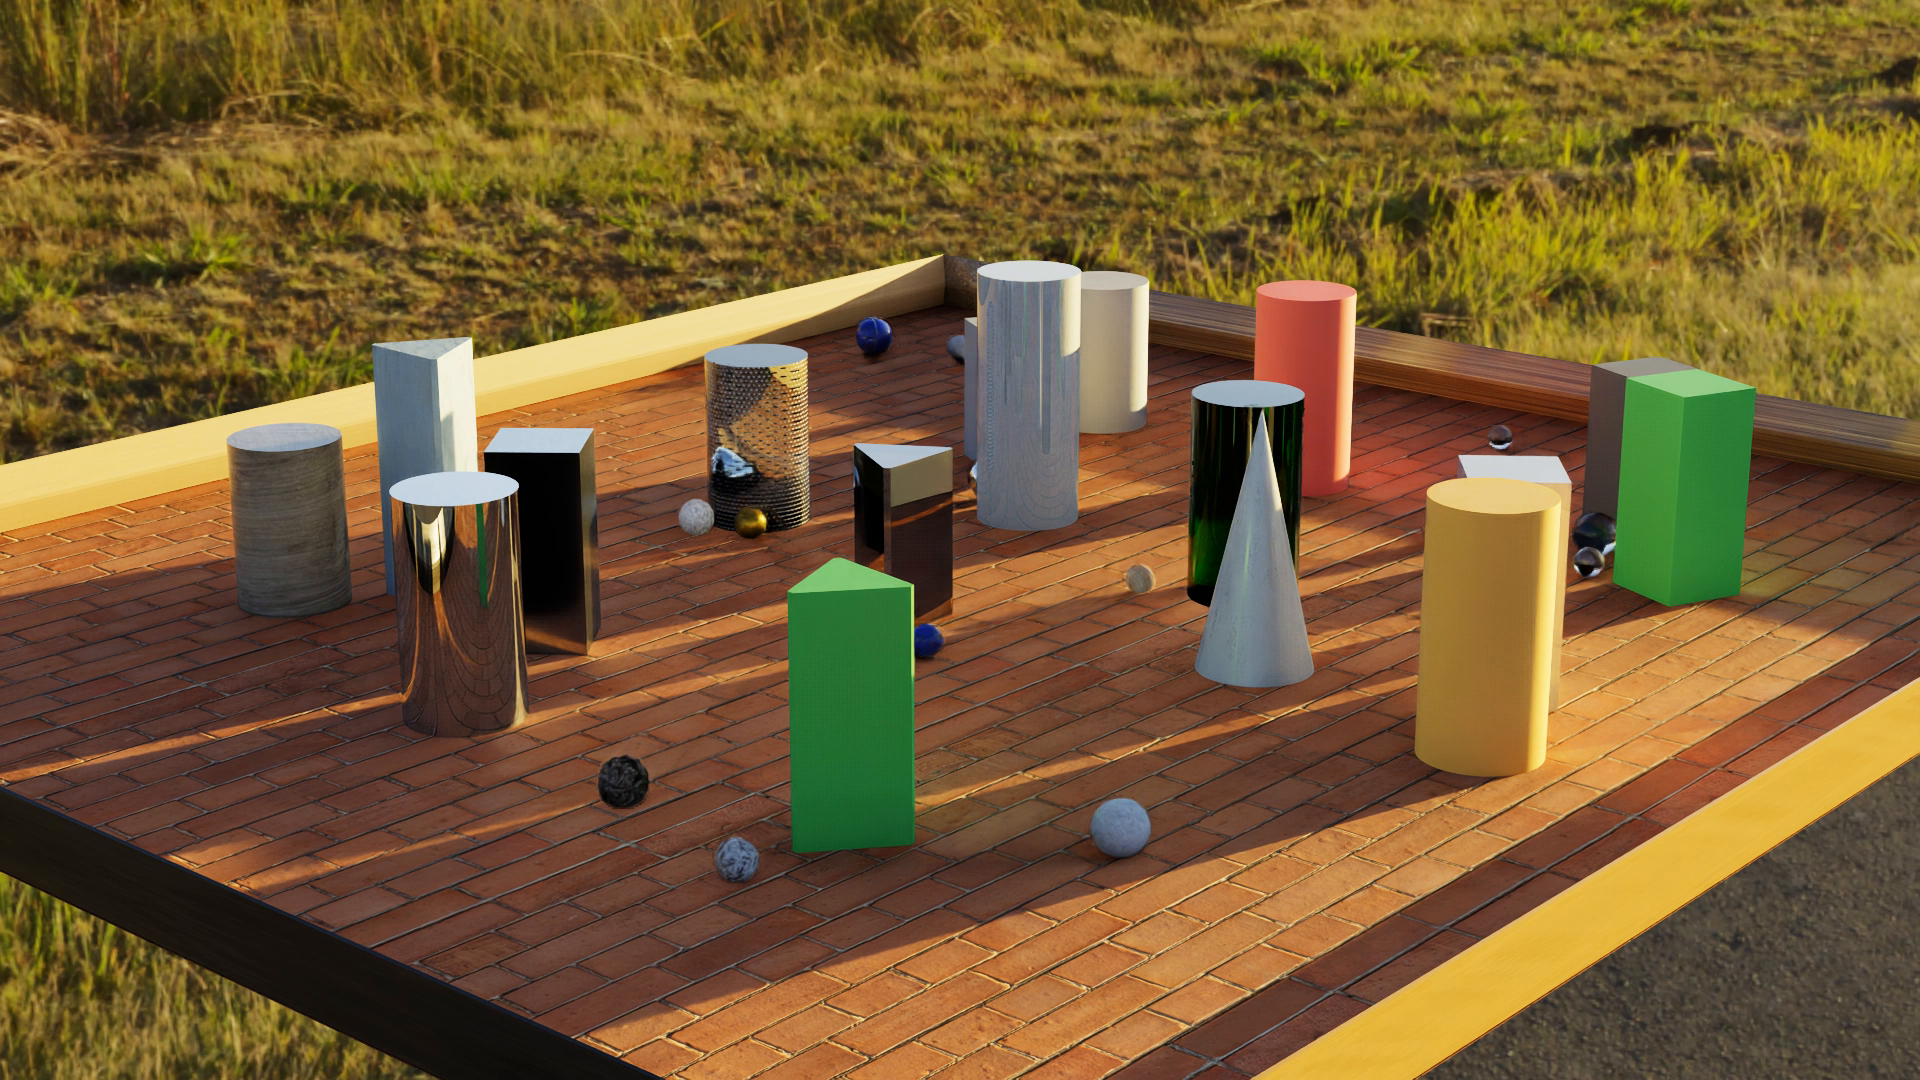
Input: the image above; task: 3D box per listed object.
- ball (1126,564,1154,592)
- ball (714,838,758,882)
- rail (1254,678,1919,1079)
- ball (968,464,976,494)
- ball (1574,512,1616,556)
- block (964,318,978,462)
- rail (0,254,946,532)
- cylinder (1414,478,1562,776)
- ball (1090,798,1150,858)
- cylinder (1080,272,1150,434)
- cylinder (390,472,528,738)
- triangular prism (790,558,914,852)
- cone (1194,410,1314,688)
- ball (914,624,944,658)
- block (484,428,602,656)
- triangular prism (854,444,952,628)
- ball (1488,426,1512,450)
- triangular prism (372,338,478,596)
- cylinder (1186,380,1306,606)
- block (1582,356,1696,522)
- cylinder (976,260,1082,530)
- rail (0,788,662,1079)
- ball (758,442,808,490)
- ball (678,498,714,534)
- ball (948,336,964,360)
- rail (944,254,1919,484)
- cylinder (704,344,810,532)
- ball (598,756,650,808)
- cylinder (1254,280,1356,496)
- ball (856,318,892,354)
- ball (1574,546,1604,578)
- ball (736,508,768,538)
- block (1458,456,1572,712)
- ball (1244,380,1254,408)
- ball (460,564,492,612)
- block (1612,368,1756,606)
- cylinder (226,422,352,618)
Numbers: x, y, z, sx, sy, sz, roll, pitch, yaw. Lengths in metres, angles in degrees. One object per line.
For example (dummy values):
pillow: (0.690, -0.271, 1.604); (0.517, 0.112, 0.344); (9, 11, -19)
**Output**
ball: (0.315, 0.067, 5.135); (0.051, 0.051, 0.051); (0, 17, 0)
ball: (-0.300, 0.428, 3.926); (0.059, 0.059, 0.059); (0, 17, 0)
rail: (1.190, 0.330, 4.131); (0.045, 0.126, 3.558); (14, 22, 39)
ball: (0.057, -0.118, 5.696); (0.082, 0.082, 0.082); (0, 17, 0)
ball: (1.159, -0.010, 5.340); (0.080, 0.080, 0.080); (0, 17, 0)
block: (0.106, -0.299, 5.941); (0.155, 0.286, 0.155); (-5, 18, -17)
rail: (-1.190, -0.267, 6.110); (0.045, 0.126, 3.558); (14, 22, 39)
cylinder: (0.778, 0.127, 4.331); (0.194, 0.401, 0.194); (0, 17, 0)
ball: (0.219, 0.393, 4.003); (0.081, 0.081, 0.081); (0, 17, 0)
cylinder: (0.302, -0.400, 6.237); (0.194, 0.309, 0.194); (0, 17, 0)
cylinder: (-0.765, 0.097, 4.491); (0.194, 0.366, 0.194); (0, 17, 0)
triangular prism: (-0.158, 0.224, 4.054); (0.168, 0.375, 0.145); (-3, 17, -10)
cone: (0.478, -0.001, 4.697); (0.194, 0.435, 0.194); (0, 17, 0)
ball: (-0.055, 0.164, 4.805); (0.055, 0.055, 0.055); (0, 17, 0)
block: (-0.688, 0.001, 4.845); (0.155, 0.344, 0.155); (0, 17, 2)
triangular prism: (-0.122, -0.010, 4.970); (0.145, 0.293, 0.168); (14, 21, 38)
ball: (1.118, -0.211, 6.062); (0.048, 0.048, 0.048); (0, 17, 0)
triangular prism: (-0.893, -0.120, 5.071); (0.168, 0.447, 0.145); (15, 22, 40)
cylinder: (0.494, -0.078, 5.079); (0.194, 0.362, 0.194); (0, 17, 0)
block: (1.265, -0.156, 5.403); (0.155, 0.325, 0.155); (-8, 18, -24)
cylinder: (0.129, -0.273, 5.525); (0.194, 0.476, 0.194); (0, 17, 0)
rail: (-1.151, 0.414, 3.851); (3.201, 0.126, 0.045); (14, 22, 39)
ball: (-0.349, -0.145, 5.759); (0.097, 0.097, 0.097); (0, 17, 0)
ball: (-0.492, -0.043, 5.475); (0.067, 0.067, 0.067); (0, 17, 0)
ball: (0.001, -0.447, 6.825); (0.059, 0.059, 0.059); (0, 17, 0)
rail: (1.151, -0.351, 6.389); (3.201, 0.126, 0.045); (14, 22, 39)
cylinder: (-0.382, -0.194, 5.537); (0.194, 0.318, 0.194); (0, 17, 0)
ball: (-0.480, 0.344, 4.176); (0.074, 0.074, 0.074); (0, 17, 0)
cylinder: (0.675, -0.299, 5.764); (0.194, 0.389, 0.194); (0, 17, 0)
ball: (-0.201, -0.478, 6.880); (0.086, 0.086, 0.086); (0, 17, 0)
ball: (1.120, 0.039, 5.221); (0.054, 0.054, 0.054); (0, 17, 0)
ball: (-0.387, -0.031, 5.451); (0.057, 0.057, 0.057); (0, 17, 0)
block: (0.856, 0.067, 4.585); (0.155, 0.369, 0.155); (1, 17, 3)
ball: (0.651, -0.319, 6.393); (0.064, 0.064, 0.064); (0, 17, 0)
ball: (-0.815, 0.084, 5.025); (0.083, 0.083, 0.083); (0, 17, 0)
block: (1.260, -0.093, 5.109); (0.155, 0.372, 0.155); (-8, 19, -25)
cylinder: (-1.154, -0.035, 5.052); (0.194, 0.295, 0.194); (0, 17, 0)
